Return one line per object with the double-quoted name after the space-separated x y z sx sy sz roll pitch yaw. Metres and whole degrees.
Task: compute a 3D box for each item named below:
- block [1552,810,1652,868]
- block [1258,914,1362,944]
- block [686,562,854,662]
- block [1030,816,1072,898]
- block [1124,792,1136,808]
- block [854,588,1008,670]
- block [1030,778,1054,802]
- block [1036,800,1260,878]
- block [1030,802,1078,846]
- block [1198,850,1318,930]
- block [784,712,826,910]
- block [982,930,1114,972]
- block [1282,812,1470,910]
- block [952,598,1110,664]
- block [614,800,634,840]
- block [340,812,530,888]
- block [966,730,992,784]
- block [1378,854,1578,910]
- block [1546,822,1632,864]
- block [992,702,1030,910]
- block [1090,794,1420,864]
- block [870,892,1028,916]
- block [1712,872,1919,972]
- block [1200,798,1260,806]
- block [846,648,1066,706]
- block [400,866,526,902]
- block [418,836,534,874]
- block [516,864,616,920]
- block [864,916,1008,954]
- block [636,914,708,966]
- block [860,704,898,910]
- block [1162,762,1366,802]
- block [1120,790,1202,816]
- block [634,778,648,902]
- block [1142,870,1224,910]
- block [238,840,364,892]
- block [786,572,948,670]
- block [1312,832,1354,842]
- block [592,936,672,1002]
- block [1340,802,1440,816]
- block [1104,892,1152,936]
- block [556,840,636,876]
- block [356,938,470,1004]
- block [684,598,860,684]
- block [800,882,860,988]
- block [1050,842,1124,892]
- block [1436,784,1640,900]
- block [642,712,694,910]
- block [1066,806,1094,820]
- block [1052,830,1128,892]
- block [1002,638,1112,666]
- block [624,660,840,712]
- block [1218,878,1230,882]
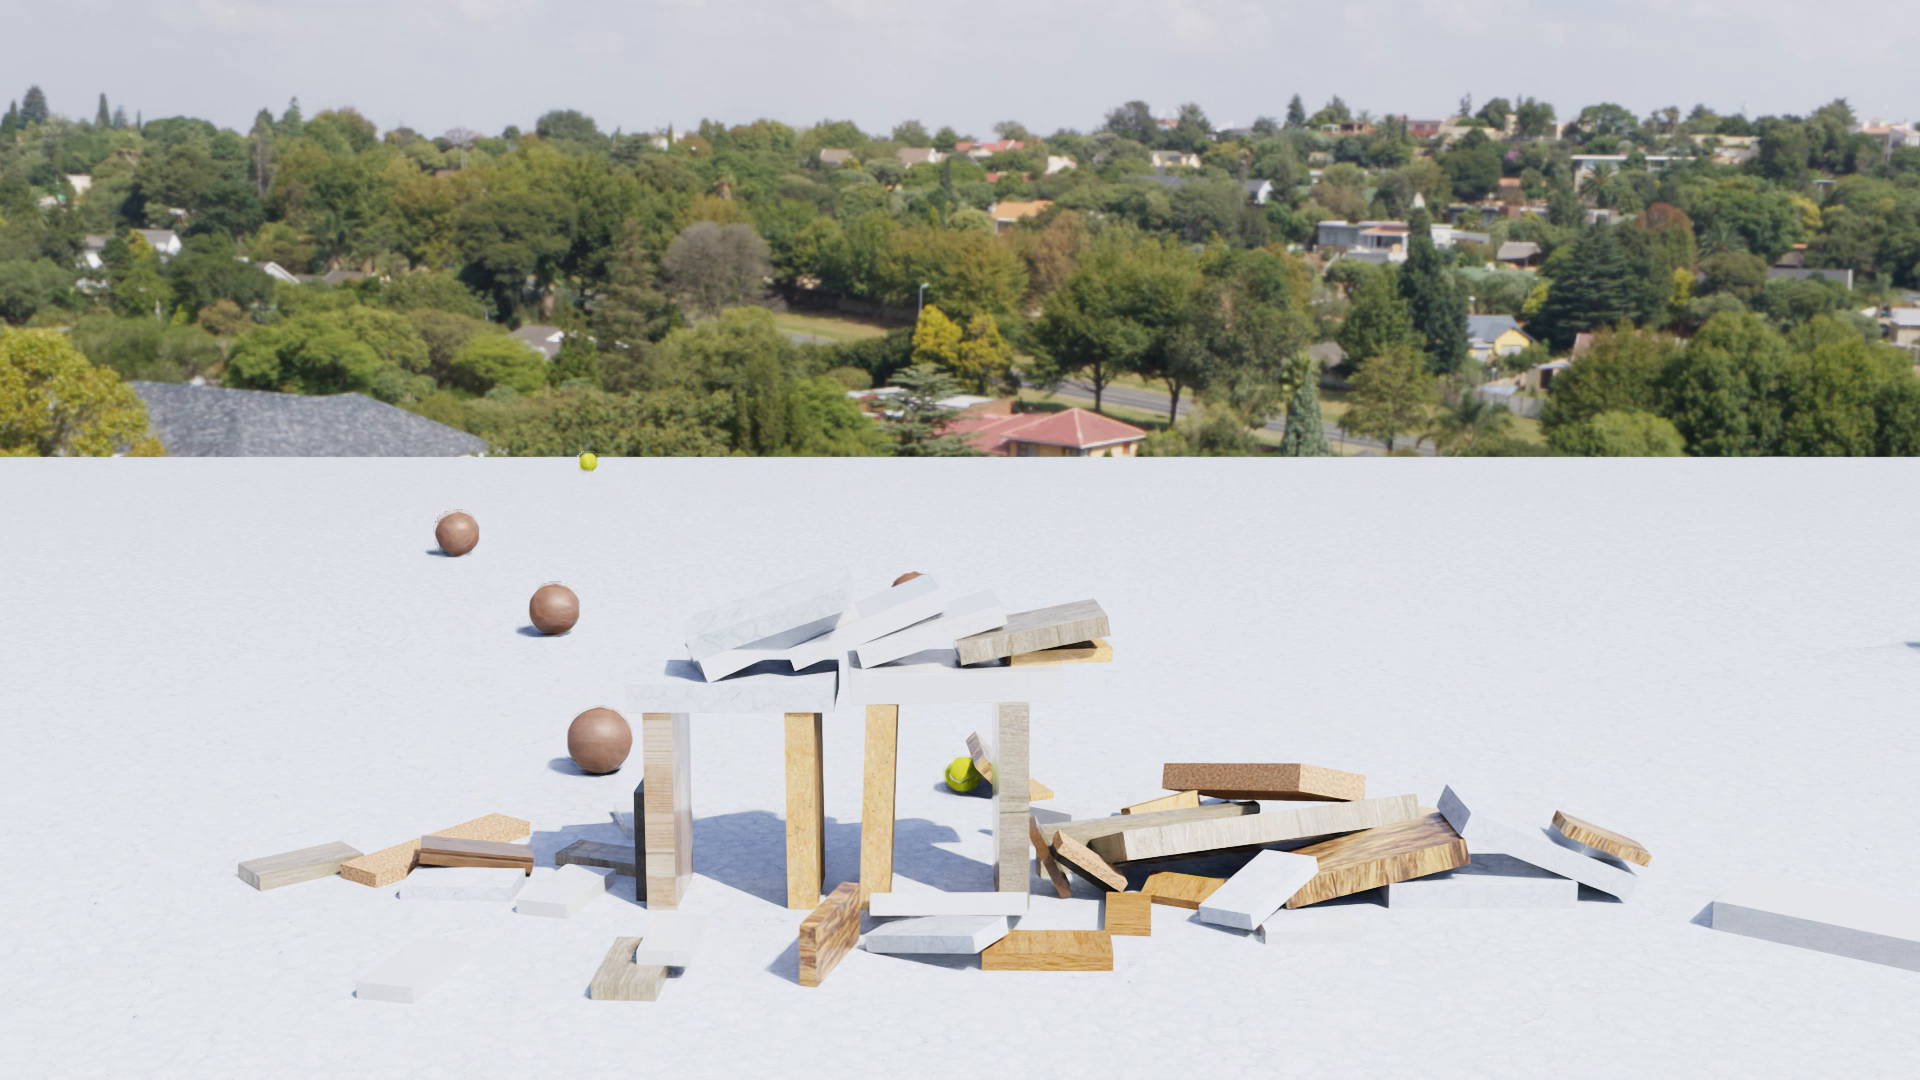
1.057 0.492 3.622 0.150 0.021 0.075 22 10 -5 "block"
0.551 0.615 3.476 0.150 0.021 0.075 0 11 -3 "block"
-0.307 0.116 3.572 0.268 0.038 0.134 -19 16 5 "block"
0.147 0.528 3.662 0.018 0.130 0.065 -26 10 4 "block"
0.311 0.499 4.026 0.014 0.048 0.095 2 11 9 "block"
-0.053 0.145 3.616 0.247 0.035 0.123 -17 12 -4 "block"
0.139 0.480 4.224 0.048 0.014 0.095 -4 11 -21 "block"
0.329 0.518 3.822 0.417 0.086 0.024 -4 11 -20 "block"
0.141 0.508 3.910 0.146 0.073 0.021 7 13 33 "block"
0.483 0.563 3.554 0.099 0.028 0.199 2 22 42 "block"
-0.256 0.424 3.646 0.047 0.334 0.167 0 11 1 "block"
0.133 0.630 3.377 0.199 0.028 0.099 0 11 1 "block"
0.677 0.531 3.659 0.307 0.043 0.153 -14 10 1 "block"
0.113 0.149 3.611 0.247 0.035 0.123 -11 13 -4 "block"
-0.582 0.511 4.031 0.080 0.023 0.159 -3 11 -17 "block"
-0.915 0.542 3.857 0.091 0.026 0.350 7 13 35 "block"
0.061 0.436 4.256 0.027 0.095 0.190 -43 11 3 "block"
0.855 0.568 3.668 0.307 0.043 0.153 0 11 0 "block"
1.055 0.505 3.671 0.150 0.021 0.075 14 13 -40 "block"
0.083 0.419 3.642 0.049 0.346 0.173 -1 11 -3 "block"
0.505 0.496 3.760 0.538 0.048 0.168 -5 -11 -17 "block"
-0.019 0.581 3.510 0.247 0.035 0.123 0 -9 -1 "block"
1.384 0.603 3.470 0.337 0.048 0.168 8 13 35 "block"
0.484 0.501 4.090 0.146 0.021 0.073 -10 15 -44 "block"
-0.010 0.223 3.615 0.346 0.049 0.173 -1 11 -5 "block"
-0.830 0.575 3.676 0.186 0.026 0.093 1 11 4 "block"
-0.828 0.538 3.768 0.189 0.027 0.095 7 4 -14 "block"
-0.651 0.581 3.644 0.091 0.026 0.182 3 11 16 "block"
-0.036 0.608 3.394 0.199 0.028 0.099 -6 6 32 "block"
-0.439 0.609 3.357 0.080 0.023 0.159 1 11 3 "block"
-0.133 0.418 3.643 0.049 0.346 0.173 2 11 0 "block"
0.541 0.434 3.938 0.168 0.048 0.337 14 -13 -37 "block"
0.362 0.502 3.901 0.171 0.086 0.024 -9 -3 -39 "block"
-0.519 0.496 3.662 0.026 0.186 0.093 1 11 3 "block"
0.367 0.578 3.625 0.125 0.018 0.063 5 32 24 "block"
-1.128 0.558 3.769 0.186 0.026 0.093 -9 14 -39 "block"
-0.159 0.133 3.625 0.268 0.038 0.134 -22 13 -4 "block"
0.701 0.531 3.914 0.095 0.027 0.190 -5 12 -25 "block"
-0.487 0.644 3.306 0.095 0.027 0.189 1 11 3 "block"
0.792 0.502 3.980 0.190 0.027 0.095 7 7 -11 "block"
0.272 0.602 3.545 0.073 0.021 0.146 1 11 5 "block"
-0.612 0.551 3.815 0.159 0.023 0.080 4 11 22 "block"
-0.818 0.646 3.298 0.091 0.026 0.182 3 11 14 "block"
-0.309 0.148 3.607 0.268 0.038 0.134 -24 16 -12 "block"
-0.198 0.600 3.355 0.027 0.094 0.200 3 11 16 "block"
0.211 0.547 3.659 0.131 0.018 0.065 34 8 -7 "block"
0.961 0.502 3.669 0.307 0.043 0.153 21 10 -7 "block"
-0.483 0.425 3.641 0.047 0.334 0.167 1 11 3 "block"
0.211 0.512 4.054 0.048 0.014 0.095 4 11 21 "block"
0.214 0.530 3.632 0.131 0.018 0.065 33 7 -10 "block"
0.158 0.183 3.631 0.171 0.024 0.086 -2 11 -12 "block"
-0.369 0.238 3.604 0.334 0.047 0.167 0 11 0 "block"
0.462 0.582 3.662 0.125 0.018 0.063 1 11 4 "block"
